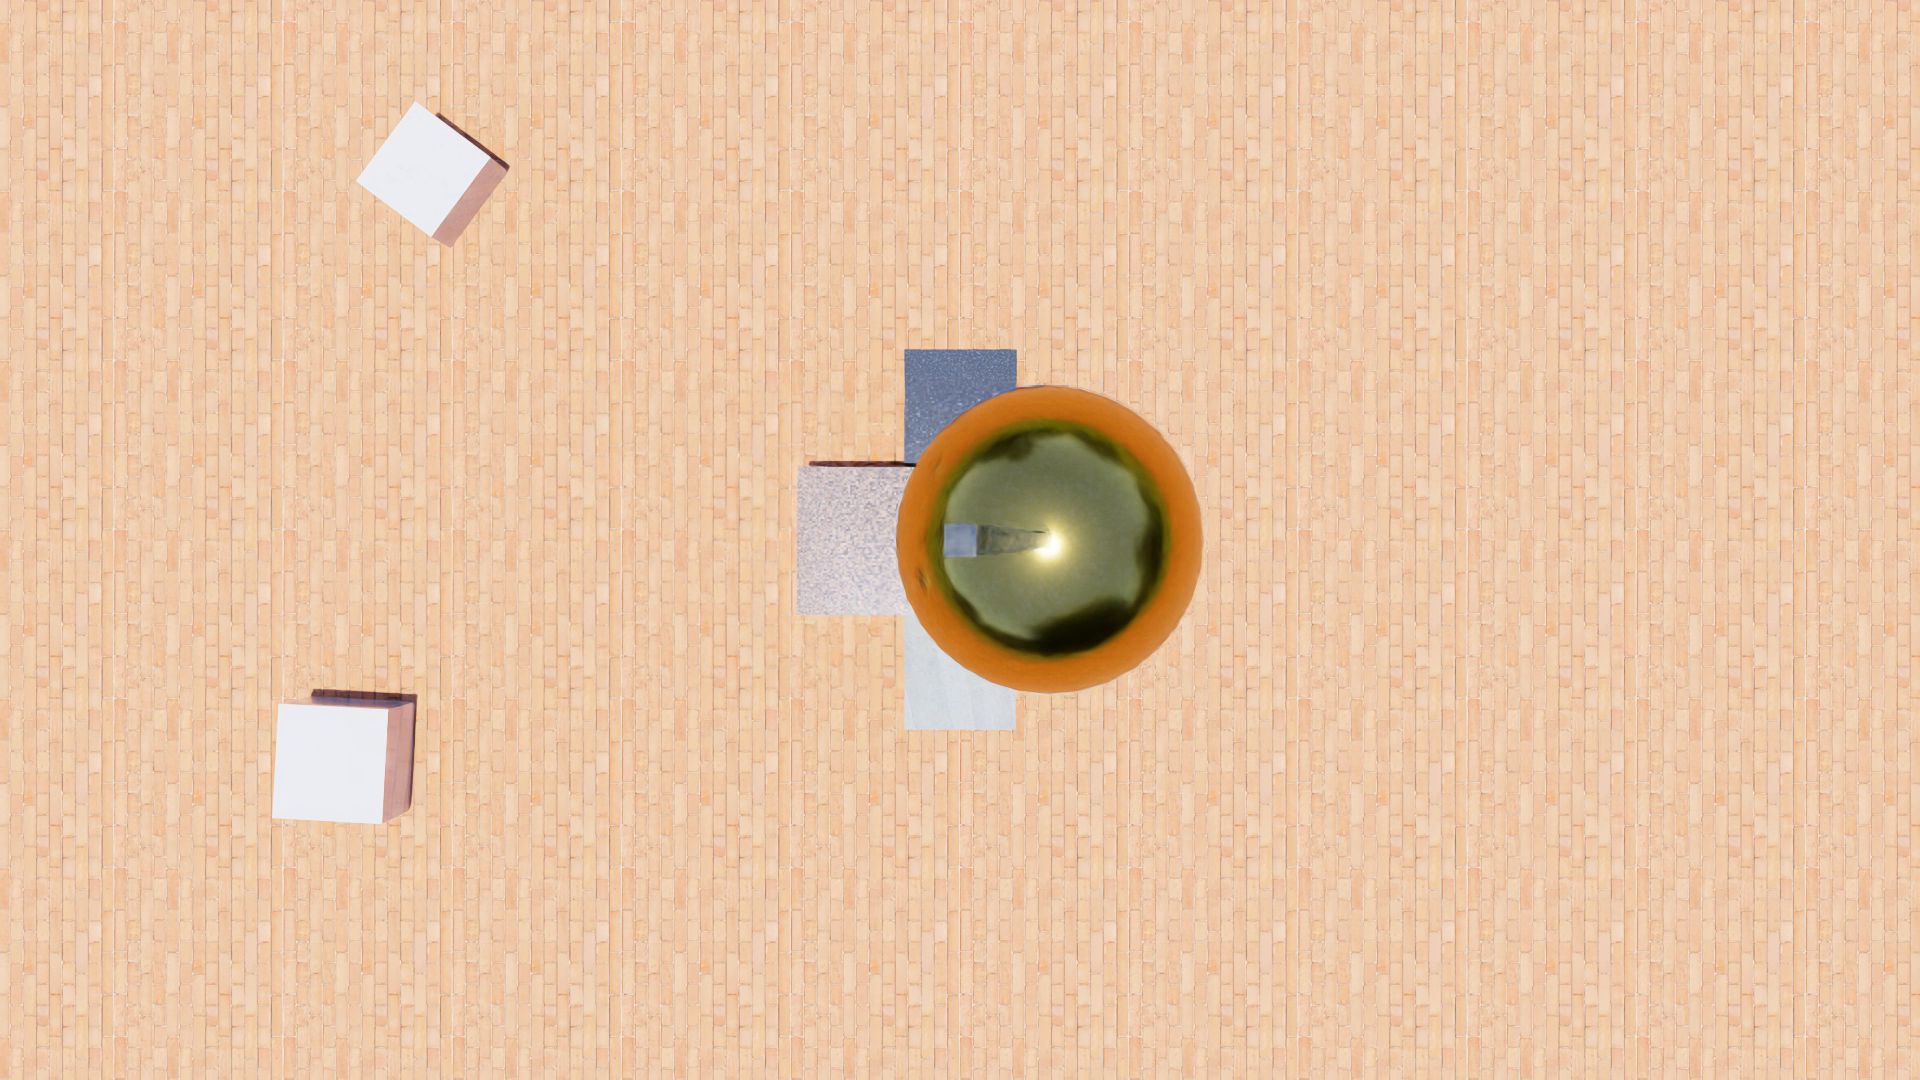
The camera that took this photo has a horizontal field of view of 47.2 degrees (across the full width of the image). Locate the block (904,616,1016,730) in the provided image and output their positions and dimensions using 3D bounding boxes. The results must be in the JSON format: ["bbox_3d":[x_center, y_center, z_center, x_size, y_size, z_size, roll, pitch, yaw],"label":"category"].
[{"bbox_3d":[0.001,0.744,12.679,0.625,0.642,0.644,0,90,0],"label":"block"}]

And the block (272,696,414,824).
[{"bbox_3d":[-3.548,1.261,12.694,0.618,0.612,0.644,3,90,0],"label":"block"}]

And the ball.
[{"bbox_3d":[0.462,0.000,11.414,1.600,1.600,1.600,0,90,0],"label":"ball"}]

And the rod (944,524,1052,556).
[{"bbox_3d":[0.200,0.000,8.024,0.080,5.200,0.080,0,90,4],"label":"rod"}]

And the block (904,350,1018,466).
[{"bbox_3d":[0.003,-0.746,12.640,0.630,0.720,0.640,0,90,0],"label":"block"}]

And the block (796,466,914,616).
[{"bbox_3d":[-0.542,0.004,12.625,0.733,0.749,0.828,0,90,0],"label":"block"}]

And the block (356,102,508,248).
[{"bbox_3d":[-3.055,-2.110,12.756,0.533,0.489,0.566,37,90,0],"label":"block"}]
